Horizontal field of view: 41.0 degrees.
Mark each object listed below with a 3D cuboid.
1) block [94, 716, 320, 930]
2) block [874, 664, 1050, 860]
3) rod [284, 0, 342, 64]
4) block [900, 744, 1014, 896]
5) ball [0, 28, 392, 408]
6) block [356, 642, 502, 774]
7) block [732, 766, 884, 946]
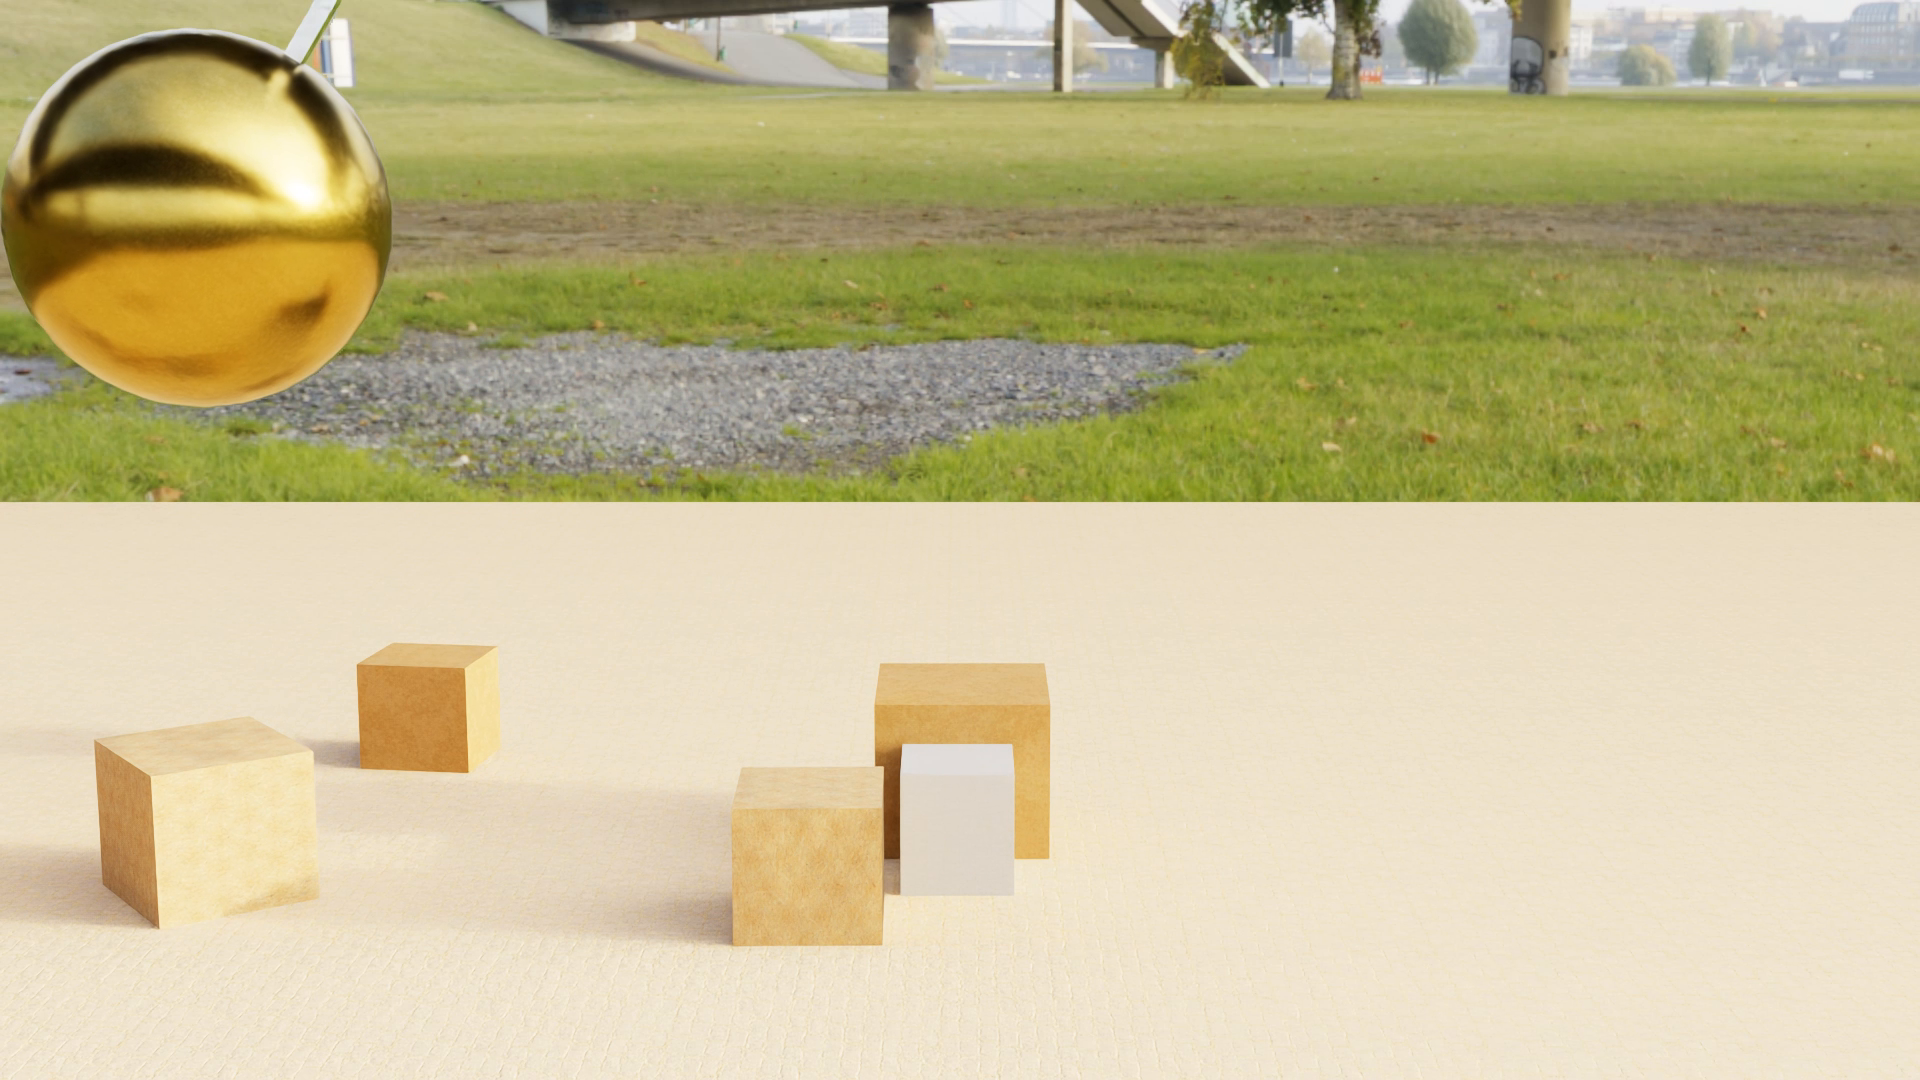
[{"bbox_3d":[-3.260,1.205,11.100,0.697,0.657,0.742,-7,13,-35],"label":"block"},{"bbox_3d":[0.011,1.018,11.961,0.789,0.718,0.826,0,10,0],"label":"block"},{"bbox_3d":[-1.402,-4.184,10.420,0.080,5.200,0.080,32,9,-6],"label":"rod"},{"bbox_3d":[-0.011,1.227,11.307,0.491,0.540,0.517,0,10,0],"label":"block"},{"bbox_3d":[-3.236,-1.367,10.932,1.600,1.600,1.600,0,10,0],"label":"ball"},{"bbox_3d":[-2.744,0.863,13.285,0.574,0.548,0.514,2,10,8],"label":"block"},{"bbox_3d":[-0.625,1.313,10.721,0.608,0.580,0.635,0,10,-1],"label":"block"}]
